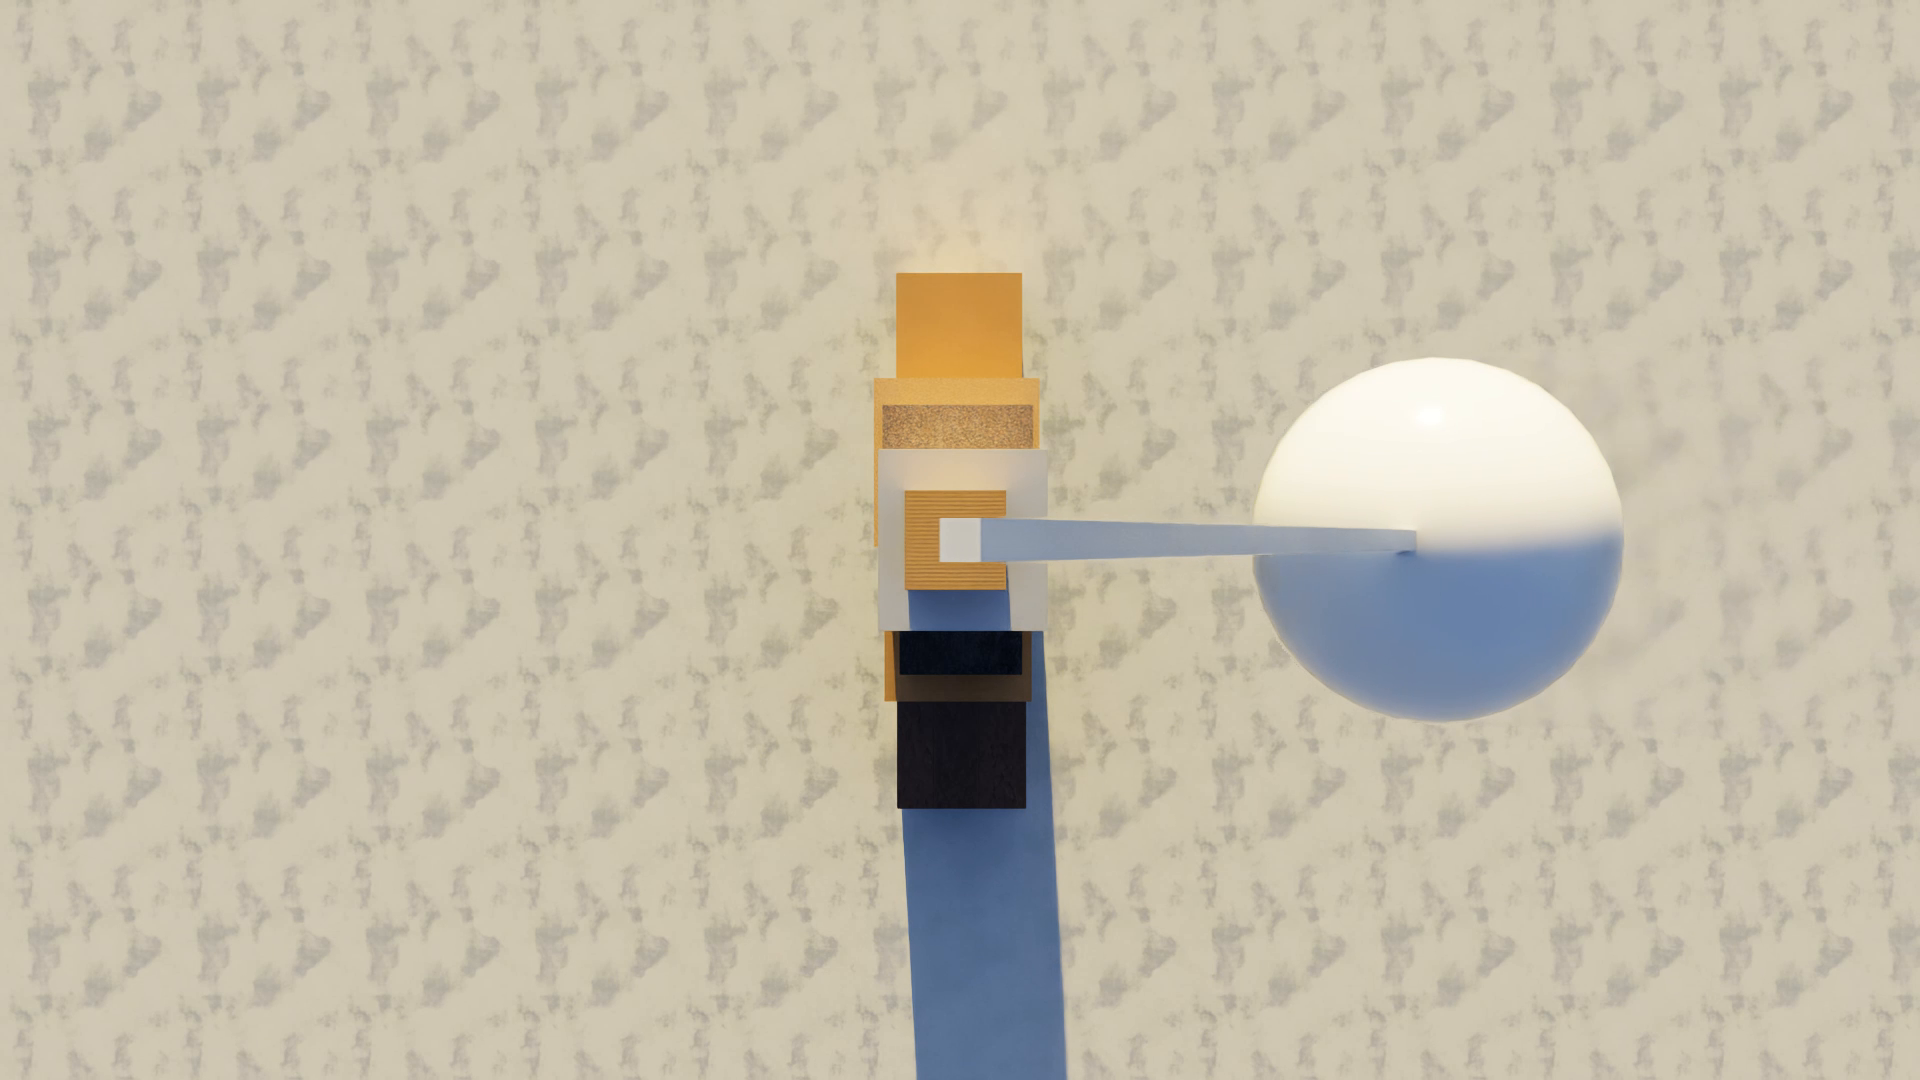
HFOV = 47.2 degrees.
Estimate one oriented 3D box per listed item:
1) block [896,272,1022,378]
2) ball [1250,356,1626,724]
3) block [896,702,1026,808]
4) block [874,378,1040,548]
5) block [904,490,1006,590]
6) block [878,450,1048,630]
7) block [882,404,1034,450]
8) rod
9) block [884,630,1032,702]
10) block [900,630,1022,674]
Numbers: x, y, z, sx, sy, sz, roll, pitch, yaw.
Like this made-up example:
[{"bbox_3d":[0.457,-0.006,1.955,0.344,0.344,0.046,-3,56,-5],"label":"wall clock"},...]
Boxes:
[{"bbox_3d":[-0.004,-1.137,12.653,0.706,0.694,0.717,0,90,0],"label":"block"},{"bbox_3d":[2.074,0.000,9.621,1.600,1.600,1.600,0,90,0],"label":"ball"},{"bbox_3d":[0.009,1.133,12.617,0.720,0.766,0.724,0,90,0],"label":"block"},{"bbox_3d":[-0.018,-0.404,11.881,0.865,0.796,0.882,0,90,0],"label":"block"},{"bbox_3d":[-0.016,0.000,8.210,0.369,0.452,0.361,0,90,0],"label":"block"},{"bbox_3d":[0.011,0.000,8.734,0.650,0.596,0.697,0,90,0],"label":"block"},{"bbox_3d":[-0.011,-0.312,11.119,0.737,0.728,0.699,0,90,0],"label":"block"},{"bbox_3d":[0.899,0.000,6.430,0.080,5.200,0.080,0,90,20],"label":"rod"},{"bbox_3d":[-0.010,0.446,11.868,0.770,0.716,0.798,0,90,0],"label":"block"},{"bbox_3d":[0.004,0.355,11.152,0.601,0.715,0.614,0,90,0],"label":"block"}]
